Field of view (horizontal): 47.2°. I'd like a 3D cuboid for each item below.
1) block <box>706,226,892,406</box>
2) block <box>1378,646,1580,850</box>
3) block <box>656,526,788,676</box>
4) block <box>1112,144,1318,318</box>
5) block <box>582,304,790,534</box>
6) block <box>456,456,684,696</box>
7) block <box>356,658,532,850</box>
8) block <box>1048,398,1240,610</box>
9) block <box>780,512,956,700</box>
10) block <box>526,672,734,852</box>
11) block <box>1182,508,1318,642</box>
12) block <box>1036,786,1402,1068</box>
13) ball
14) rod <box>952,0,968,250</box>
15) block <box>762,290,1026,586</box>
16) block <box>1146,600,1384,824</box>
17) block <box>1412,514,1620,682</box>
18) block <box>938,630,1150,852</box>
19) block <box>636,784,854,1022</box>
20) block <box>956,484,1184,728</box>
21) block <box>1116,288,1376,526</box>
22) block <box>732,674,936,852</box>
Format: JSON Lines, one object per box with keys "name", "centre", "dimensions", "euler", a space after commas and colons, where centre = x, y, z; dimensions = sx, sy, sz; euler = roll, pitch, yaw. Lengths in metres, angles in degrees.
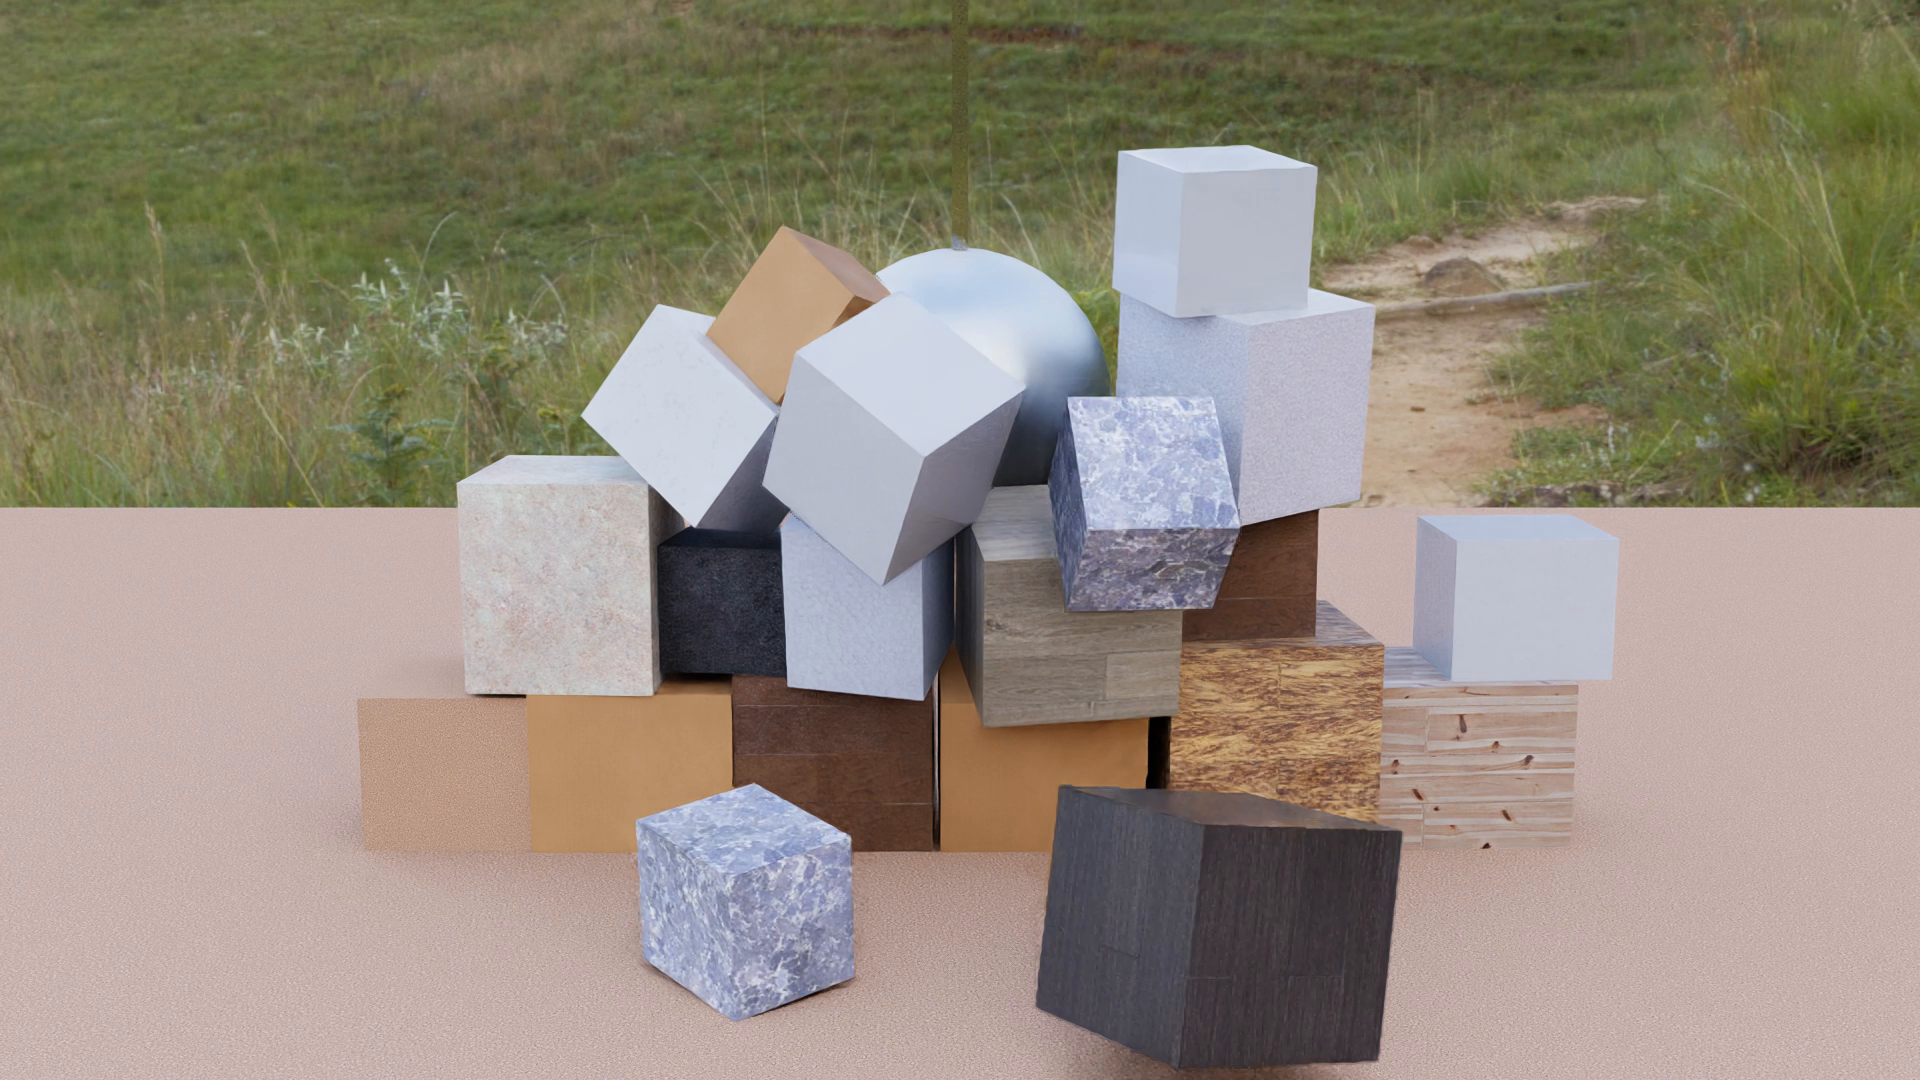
{"name": "block", "centre": [-0.718, -1.044, 10.789], "dimensions": [0.592, 0.658, 0.576], "euler": [45, 17, 29]}
{"name": "block", "centre": [2.541, 1.059, 11.397], "dimensions": [1.009, 0.839, 0.888], "euler": [-1, 10, -4]}
{"name": "block", "centre": [-1.104, 0.293, 11.184], "dimensions": [0.690, 0.634, 0.661], "euler": [2, 10, 9]}
{"name": "block", "centre": [1.202, -1.483, 10.480], "dimensions": [0.700, 0.669, 0.670], "euler": [-6, 20, -21]}
{"name": "block", "centre": [-1.208, -0.589, 10.934], "dimensions": [0.872, 0.692, 0.741], "euler": [43, 16, 21]}
{"name": "block", "centre": [-1.947, 0.160, 11.208], "dimensions": [0.934, 1.050, 0.962], "euler": [1, 10, 3]}
{"name": "block", "centre": [-2.562, 1.090, 11.376], "dimensions": [0.842, 0.784, 0.877], "euler": [0, 10, 0]}
{"name": "block", "centre": [0.816, -0.164, 9.958], "dimensions": [0.673, 0.613, 0.741], "euler": [-1, 54, -8]}
{"name": "block", "centre": [-0.437, 0.219, 10.813], "dimensions": [0.683, 0.850, 0.694], "euler": [5, 26, 11]}
{"name": "block", "centre": [-1.630, 1.078, 11.362], "dimensions": [1.010, 0.813, 0.929], "euler": [0, 10, 0]}
{"name": "block", "centre": [1.346, 0.091, 11.141], "dimensions": [0.735, 0.686, 0.709], "euler": [-2, 10, -9]}
{"name": "block", "centre": [0.968, 1.441, 8.327], "dimensions": [0.929, 0.860, 0.922], "euler": [6, 0, -31]}
{"name": "ball", "centre": [0.000, -0.733, 11.586], "dimensions": [1.600, 1.600, 1.600], "euler": [0, 10, 0]}
{"name": "rod", "centre": [0.000, -4.011, 10.685], "dimensions": [0.080, 5.200, 0.080], "euler": [0, 15, 0]}
{"name": "block", "centre": [-0.313, -0.467, 10.032], "dimensions": [0.774, 0.876, 0.700], "euler": [40, 50, 18]}
{"name": "block", "centre": [1.494, 0.955, 11.312], "dimensions": [1.053, 1.074, 1.084], "euler": [-1, 10, -6]}
{"name": "block", "centre": [2.839, 0.287, 11.301], "dimensions": [0.819, 0.716, 0.723], "euler": [-1, 10, -4]}
{"name": "block", "centre": [0.402, 1.011, 11.219], "dimensions": [1.017, 0.834, 0.846], "euler": [0, 23, -1]}
{"name": "block", "centre": [-0.899, 1.501, 9.208], "dimensions": [0.595, 0.644, 0.710], "euler": [-14, 22, -37]}
{"name": "block", "centre": [0.513, 0.294, 10.741], "dimensions": [0.947, 0.860, 0.917], "euler": [-3, 23, -8]}
{"name": "block", "centre": [1.378, -0.718, 10.794], "dimensions": [0.815, 0.972, 0.924], "euler": [-12, 23, -34]}
{"name": "block", "centre": [-0.624, 1.042, 11.334], "dimensions": [0.987, 0.894, 0.851], "euler": [0, 10, 1]}
